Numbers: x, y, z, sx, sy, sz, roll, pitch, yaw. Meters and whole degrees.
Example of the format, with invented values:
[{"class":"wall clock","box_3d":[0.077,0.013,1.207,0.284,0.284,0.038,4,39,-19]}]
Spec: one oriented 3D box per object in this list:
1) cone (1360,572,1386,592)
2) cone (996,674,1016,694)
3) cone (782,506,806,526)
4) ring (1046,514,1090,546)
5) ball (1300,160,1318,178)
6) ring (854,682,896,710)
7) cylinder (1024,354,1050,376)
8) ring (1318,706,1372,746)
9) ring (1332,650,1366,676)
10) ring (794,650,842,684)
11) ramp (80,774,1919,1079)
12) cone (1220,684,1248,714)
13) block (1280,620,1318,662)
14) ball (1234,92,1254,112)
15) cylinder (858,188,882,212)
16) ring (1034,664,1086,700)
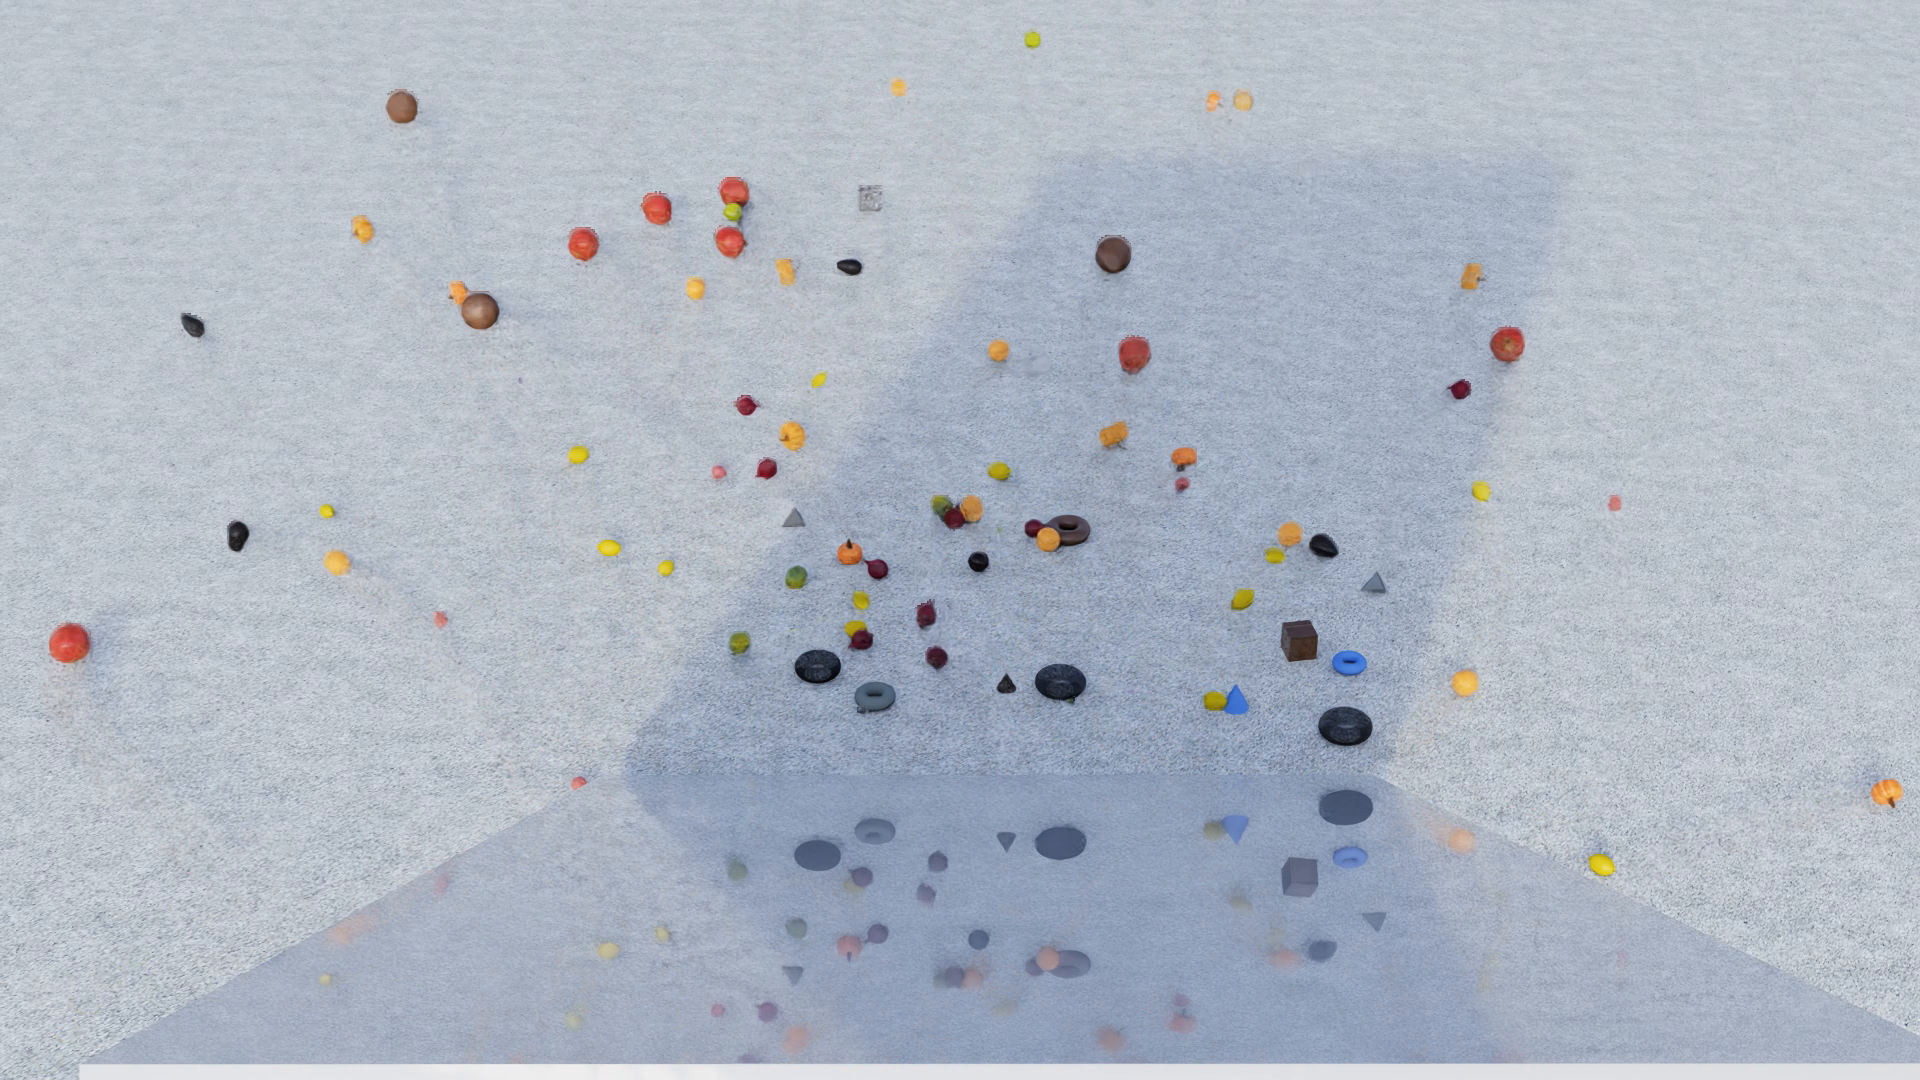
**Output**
[{"class":"cone","box_3d":[1.205,0.137,7.607,0.067,0.067,0.067,-24,30,13]},{"class":"cone","box_3d":[0.129,0.389,7.187,0.053,0.053,0.053,0,32,0]},{"class":"cone","box_3d":[-0.518,-0.057,7.913,0.067,0.067,0.067,-29,34,4]},{"class":"ring","box_3d":[0.327,-0.030,7.857,0.137,0.046,0.137,-1,33,1]},{"class":"ball","box_3d":[1.354,-1.440,10.065,0.067,0.067,0.067,0,32,0]},{"class":"ring","box_3d":[-0.234,0.430,7.136,0.114,0.038,0.114,-1,31,0]},{"class":"cylinder","box_3d":[0.258,-0.589,8.720,0.066,0.066,0.066,-14,35,-21]},{"class":"ring","box_3d":[1.042,0.503,7.010,0.147,0.049,0.147,-1,32,1]},{"class":"ring","box_3d":[1.093,0.345,7.276,0.097,0.032,0.097,-1,32,1]},{"class":"ring","box_3d":[-0.398,0.353,7.253,0.131,0.044,0.131,0,34,0]},{"class":"ramp","box_3d":[0.072,0.631,4.730,2.000,0.100,4.000,0,-1,0]},{"class":"cone","box_3d":[0.756,0.425,7.107,0.077,0.077,0.077,0,32,0]},{"class":"block","box_3d":[0.959,0.285,7.326,0.080,0.080,0.080,-6,33,-9]},{"class":"ball","box_3d":[1.160,-1.795,10.613,0.081,0.081,0.081,0,32,0]},{"class":"cylinder","box_3d":[-0.340,-1.287,9.804,0.087,0.087,0.087,-1,32,-2]},{"class":"ring","box_3d":[0.279,0.393,7.186,0.143,0.048,0.143,1,31,-1]}]
